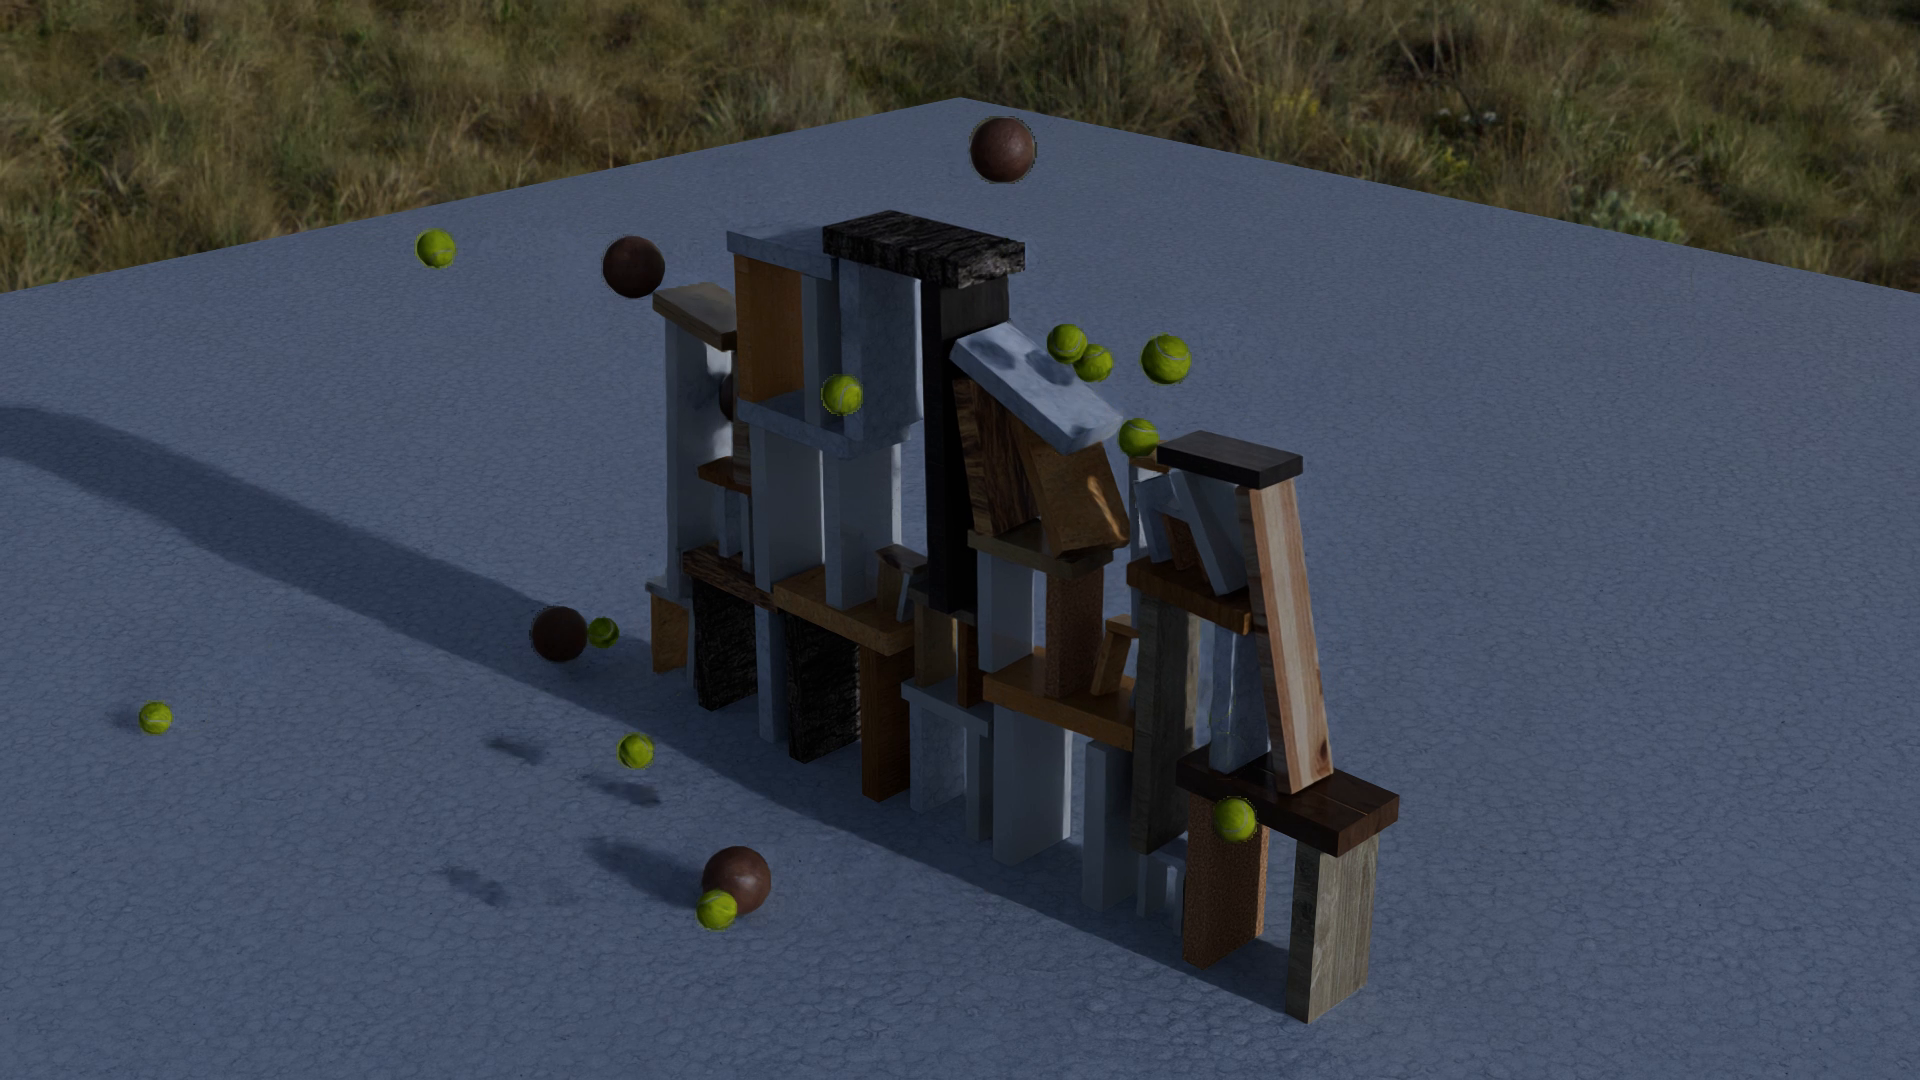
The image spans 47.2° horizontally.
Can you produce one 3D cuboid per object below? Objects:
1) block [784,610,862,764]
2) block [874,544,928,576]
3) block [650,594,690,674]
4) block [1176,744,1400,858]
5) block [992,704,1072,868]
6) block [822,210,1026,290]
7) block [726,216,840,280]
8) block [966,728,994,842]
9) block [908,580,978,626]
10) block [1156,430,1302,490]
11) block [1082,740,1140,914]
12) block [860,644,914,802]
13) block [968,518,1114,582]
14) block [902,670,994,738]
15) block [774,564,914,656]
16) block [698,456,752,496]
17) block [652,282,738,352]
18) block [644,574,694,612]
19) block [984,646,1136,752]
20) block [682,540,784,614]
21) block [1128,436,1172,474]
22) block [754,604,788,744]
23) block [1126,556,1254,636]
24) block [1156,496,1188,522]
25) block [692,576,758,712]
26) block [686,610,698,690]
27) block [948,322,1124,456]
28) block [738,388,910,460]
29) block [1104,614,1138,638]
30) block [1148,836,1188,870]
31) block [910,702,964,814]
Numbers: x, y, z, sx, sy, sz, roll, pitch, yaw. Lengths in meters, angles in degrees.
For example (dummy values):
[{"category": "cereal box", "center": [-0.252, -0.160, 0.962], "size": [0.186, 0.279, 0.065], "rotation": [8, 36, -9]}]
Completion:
[{"category": "block", "center": [-0.285, 0.286, 4.649], "size": [0.049, 0.343, 0.171], "rotation": [21, 31, 41]}, {"category": "block", "center": [-0.110, 0.038, 4.353], "size": [0.057, 0.016, 0.114], "rotation": [-19, 30, -38]}, {"category": "block", "center": [-0.661, 0.204, 5.034], "size": [0.027, 0.189, 0.095], "rotation": [20, 28, 40]}, {"category": "block", "center": [0.562, 0.431, 3.794], "size": [0.346, 0.049, 0.173], "rotation": [21, 31, 41]}, {"category": "block", "center": [0.141, 0.448, 4.267], "size": [0.048, 0.341, 0.171], "rotation": [21, 31, 41]}, {"category": "block", "center": [-0.069, -0.542, 4.081], "size": [0.355, 0.050, 0.178], "rotation": [20, 30, 40]}, {"category": "block", "center": [-0.301, -0.573, 4.309], "size": [0.301, 0.043, 0.150], "rotation": [20, 30, 39]}, {"category": "block", "center": [0.068, 0.466, 4.352], "size": [0.034, 0.242, 0.121], "rotation": [21, 31, 41]}, {"category": "block", "center": [-0.006, 0.116, 4.281], "size": [0.091, 0.026, 0.182], "rotation": [-21, 31, -41]}, {"category": "block", "center": [0.451, -0.135, 3.692], "size": [0.112, 0.032, 0.223], "rotation": [-20, 26, -39]}, {"category": "block", "center": [0.305, 0.511, 4.119], "size": [0.048, 0.341, 0.171], "rotation": [20, 30, 39]}, {"category": "block", "center": [-0.123, 0.349, 4.499], "size": [0.049, 0.343, 0.171], "rotation": [21, 31, 40]}, {"category": "block", "center": [0.148, 0.009, 4.066], "size": [0.247, 0.035, 0.123], "rotation": [19, 29, 37]}, {"category": "block", "center": [0.011, 0.317, 4.351], "size": [0.242, 0.034, 0.121], "rotation": [21, 31, 41]}, {"category": "block", "center": [-0.203, 0.137, 4.498], "size": [0.343, 0.049, 0.171], "rotation": [21, 31, 40]}, {"category": "block", "center": [-0.459, -0.134, 4.658], "size": [0.181, 0.026, 0.090], "rotation": [19, 29, 36]}, {"category": "block", "center": [-0.511, -0.470, 4.607], "size": [0.143, 0.041, 0.286], "rotation": [-15, 31, -34]}, {"category": "block", "center": [-0.617, 0.114, 4.954], "size": [0.095, 0.027, 0.189], "rotation": [-16, 24, -41]}, {"category": "block", "center": [0.231, 0.295, 4.130], "size": [0.341, 0.048, 0.171], "rotation": [17, 28, 35]}, {"category": "block", "center": [-0.436, 0.071, 4.731], "size": [0.315, 0.045, 0.157], "rotation": [21, 31, 41]}, {"category": "block", "center": [0.350, -0.152, 3.923], "size": [0.072, 0.020, 0.143], "rotation": [16, 19, 11]}, {"category": "block", "center": [-0.362, 0.265, 4.733], "size": [0.045, 0.315, 0.157], "rotation": [21, 31, 41]}, {"category": "block", "center": [0.433, 0.083, 3.800], "size": [0.136, 0.039, 0.273], "rotation": [-19, 30, -38]}, {"category": "block", "center": [0.392, -0.050, 3.796], "size": [0.050, 0.014, 0.101], "rotation": [-19, 31, -37]}, {"category": "block", "center": [-0.510, 0.207, 4.870], "size": [0.045, 0.315, 0.157], "rotation": [21, 31, 41]}, {"category": "block", "center": [-0.568, 0.234, 4.955], "size": [0.094, 0.189, 0.027], "rotation": [-14, 26, -42]}, {"category": "block", "center": [0.136, -0.275, 3.964], "size": [0.297, 0.042, 0.148], "rotation": [42, 41, 22]}, {"category": "block", "center": [-0.276, -0.245, 4.420], "size": [0.334, 0.047, 0.167], "rotation": [21, 31, 41]}, {"category": "block", "center": [0.336, 0.165, 4.018], "size": [0.127, 0.018, 0.063], "rotation": [16, 17, 32]}, {"category": "block", "center": [0.393, 0.571, 4.045], "size": [0.133, 0.019, 0.067], "rotation": [18, 27, 38]}, {"category": "block", "center": [-0.046, 0.421, 4.457], "size": [0.034, 0.242, 0.121], "rotation": [21, 31, 41]}]
